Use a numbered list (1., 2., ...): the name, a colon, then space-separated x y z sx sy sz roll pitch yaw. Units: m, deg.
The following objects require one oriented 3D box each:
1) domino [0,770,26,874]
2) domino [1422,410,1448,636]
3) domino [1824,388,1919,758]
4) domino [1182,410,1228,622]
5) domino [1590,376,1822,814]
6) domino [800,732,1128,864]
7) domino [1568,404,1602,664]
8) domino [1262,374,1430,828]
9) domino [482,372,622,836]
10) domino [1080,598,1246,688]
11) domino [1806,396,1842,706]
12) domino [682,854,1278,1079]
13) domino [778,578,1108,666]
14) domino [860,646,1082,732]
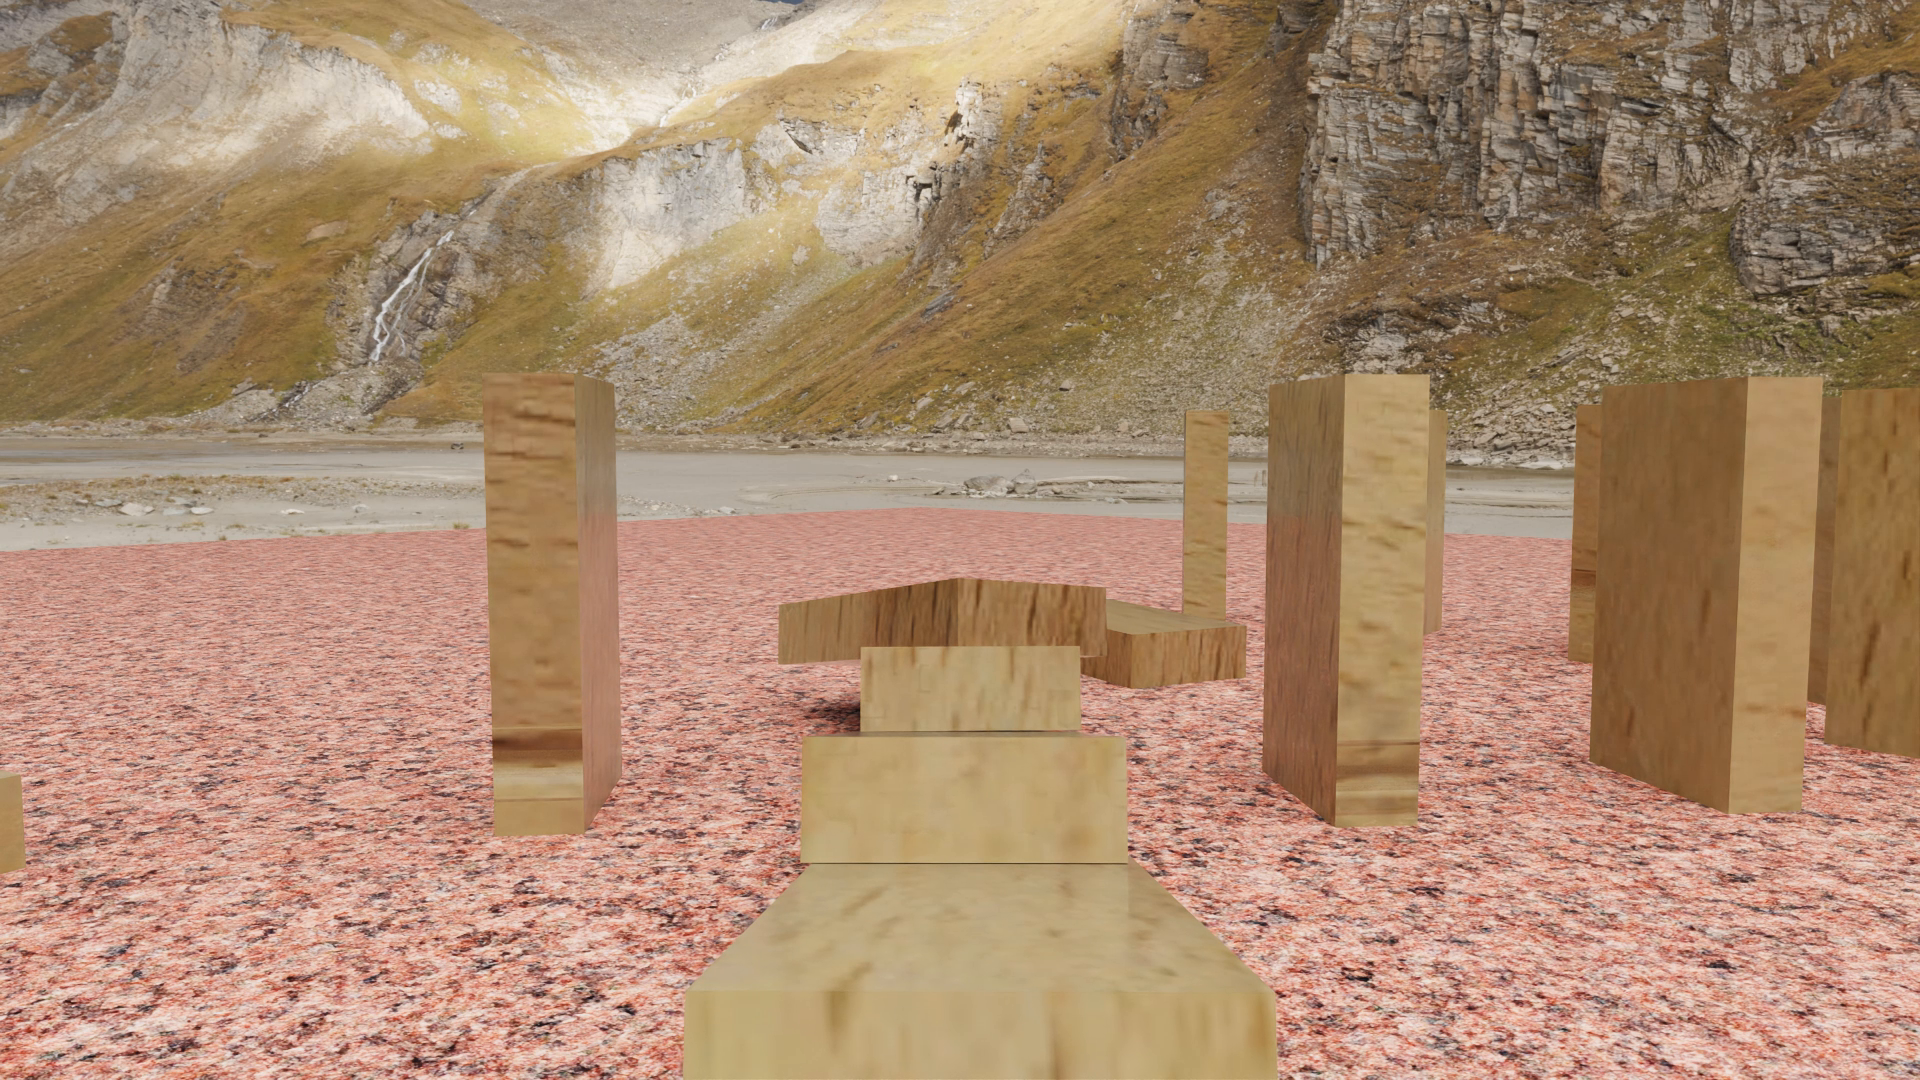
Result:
1. domino: -0.117 0.029 0.112 0.025 0.010 0.050 2 5 28
2. domino: 0.100 -0.004 0.286 0.009 0.050 0.025 3 5 36
3. domino: 0.134 0.005 0.174 0.009 0.050 0.025 -3 5 -36
4. domino: 0.058 -0.005 0.305 0.009 0.050 0.025 1 4 9
5. domino: 0.091 0.006 0.159 0.010 0.050 0.025 -1 4 -9
6. domino: 0.000 0.023 0.123 0.025 0.010 0.050 0 -8 0
7. domino: 0.133 -0.002 0.254 0.025 0.050 0.010 -3 5 -36
8. domino: 0.045 0.006 0.153 0.010 0.050 0.025 0 4 -5
9. domino: -0.047 0.006 0.150 0.009 0.050 0.025 0 4 -6
10. domino: 0.030 0.019 0.250 0.025 0.010 0.050 -2 5 -27
11. domino: 0.152 0.002 0.213 0.025 0.050 0.009 -1 4 -9
12. domino: 0.001 0.027 0.079 0.025 0.009 0.050 0 -7 0
13. domino: -0.004 0.013 0.191 0.025 0.010 0.050 5 -9 -35
14. domino: 0.000 0.020 0.170 0.025 0.009 0.050 0 -7 -2
